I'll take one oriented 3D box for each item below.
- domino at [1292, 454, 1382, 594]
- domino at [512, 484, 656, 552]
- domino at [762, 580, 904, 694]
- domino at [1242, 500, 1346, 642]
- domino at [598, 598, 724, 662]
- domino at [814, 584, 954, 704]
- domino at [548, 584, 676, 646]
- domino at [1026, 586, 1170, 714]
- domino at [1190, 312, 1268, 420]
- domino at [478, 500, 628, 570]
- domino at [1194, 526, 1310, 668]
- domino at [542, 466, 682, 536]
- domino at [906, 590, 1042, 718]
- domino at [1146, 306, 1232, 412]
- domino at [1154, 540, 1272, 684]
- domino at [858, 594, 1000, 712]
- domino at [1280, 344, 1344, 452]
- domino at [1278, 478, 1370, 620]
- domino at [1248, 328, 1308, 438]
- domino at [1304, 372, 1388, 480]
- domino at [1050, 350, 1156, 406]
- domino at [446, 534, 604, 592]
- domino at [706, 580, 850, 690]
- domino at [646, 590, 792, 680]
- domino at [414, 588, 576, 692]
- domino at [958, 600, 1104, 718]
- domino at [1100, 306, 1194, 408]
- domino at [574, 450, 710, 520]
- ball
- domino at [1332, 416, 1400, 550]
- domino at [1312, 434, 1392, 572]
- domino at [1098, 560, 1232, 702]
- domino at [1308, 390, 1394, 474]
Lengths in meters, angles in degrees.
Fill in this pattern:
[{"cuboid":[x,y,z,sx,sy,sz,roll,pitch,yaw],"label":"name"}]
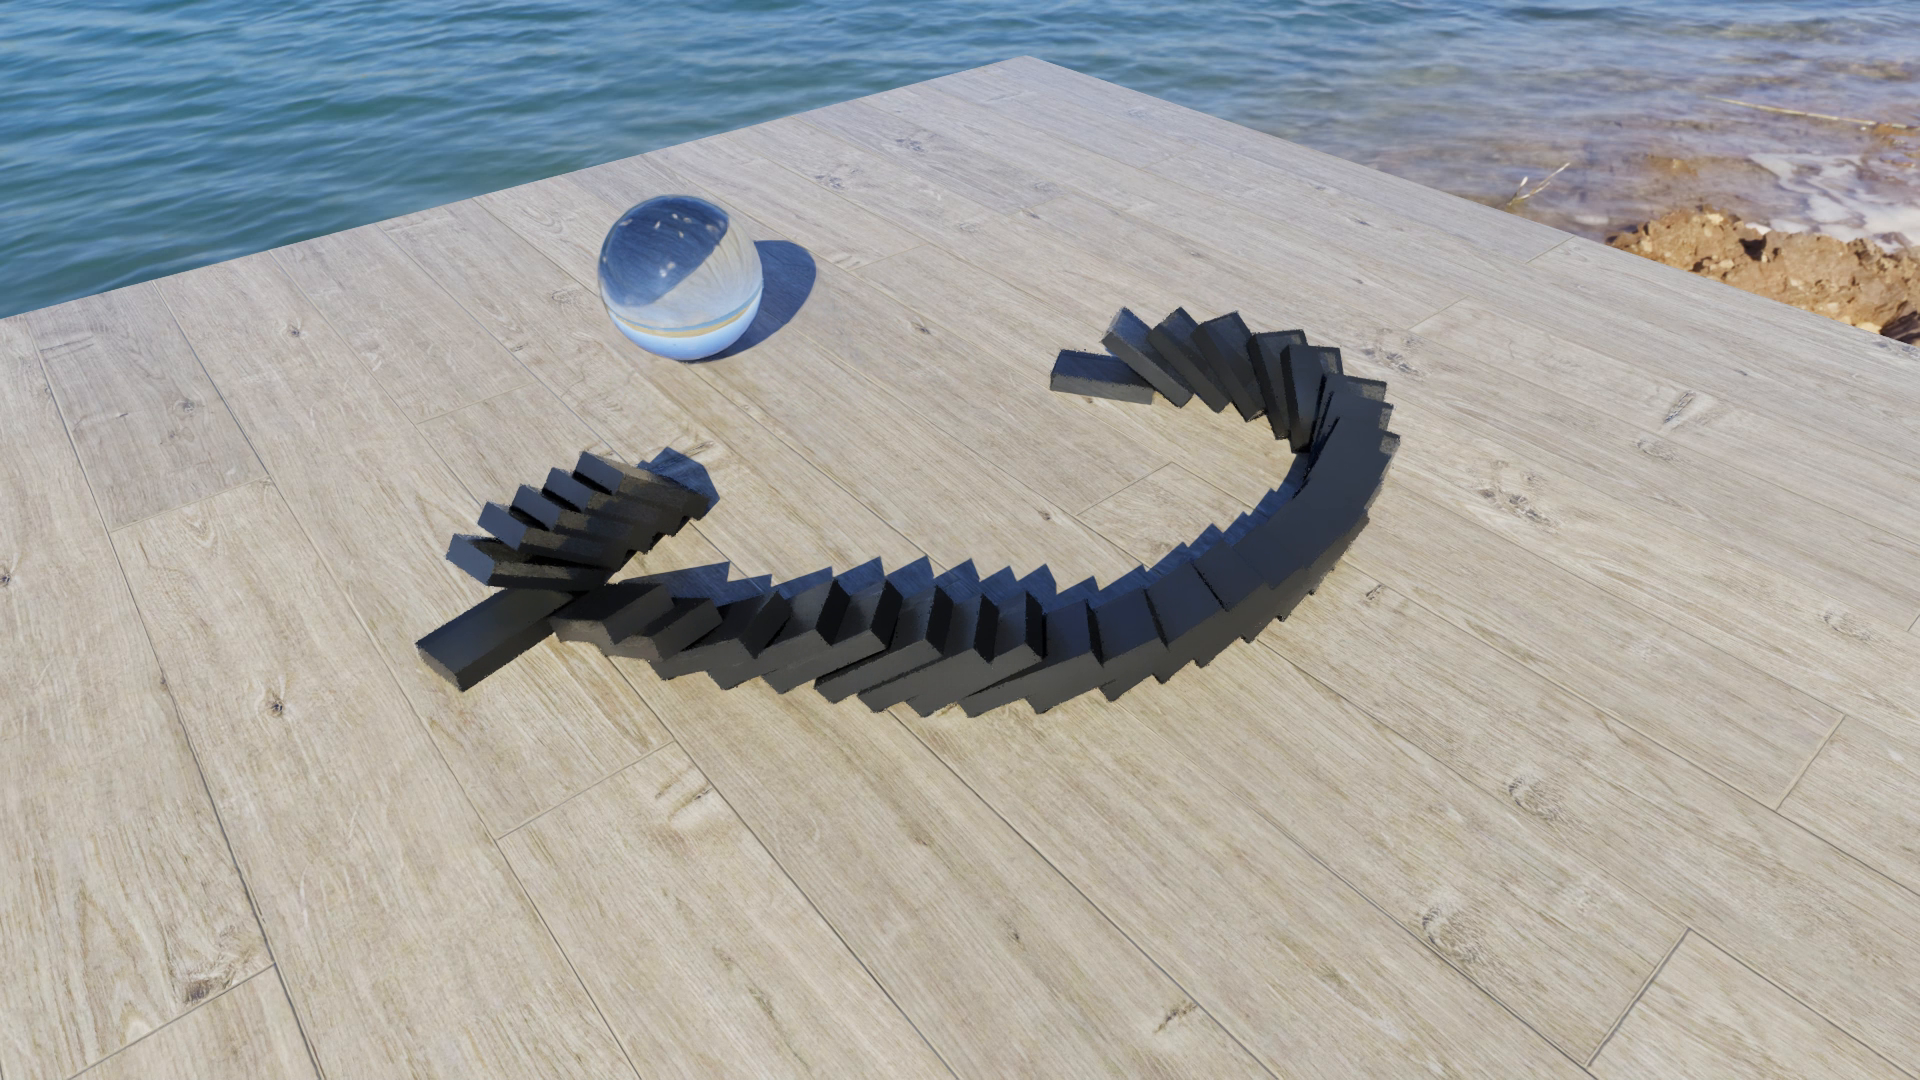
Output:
[{"cuboid":[0.140,-0.007,0.430,0.025,0.010,0.050,32,83,30],"label":"domino"},{"cuboid":[-0.146,-0.008,0.428,0.025,0.009,0.050,26,3,28],"label":"domino"},{"cuboid":[-0.044,0.034,0.380,0.050,0.009,0.025,-25,30,29],"label":"domino"},{"cuboid":[0.115,0.011,0.408,0.050,0.009,0.025,-45,52,1],"label":"domino"},{"cuboid":[-0.107,0.031,0.387,0.050,0.010,0.025,-3,27,49],"label":"domino"},{"cuboid":[-0.026,0.036,0.376,0.050,0.010,0.025,-26,32,29],"label":"domino"},{"cuboid":[-0.125,0.026,0.393,0.025,0.010,0.050,-36,21,-36],"label":"domino"},{"cuboid":[0.045,0.038,0.378,0.050,0.010,0.025,-27,37,14],"label":"domino"},{"cuboid":[0.134,-0.083,0.524,0.025,0.010,0.050,-23,76,-31],"label":"domino"},{"cuboid":[-0.155,-0.001,0.420,0.025,0.010,0.050,26,3,29],"label":"domino"},{"cuboid":[0.098,0.020,0.399,0.050,0.009,0.025,-41,46,3],"label":"domino"},{"cuboid":[-0.137,-0.015,0.437,0.025,0.009,0.050,26,3,28],"label":"domino"},{"cuboid":[0.005,0.039,0.373,0.050,0.010,0.025,-29,32,25],"label":"domino"},{"cuboid":[0.115,-0.087,0.530,0.050,0.010,0.025,47,51,2],"label":"domino"},{"cuboid":[0.083,0.025,0.392,0.050,0.009,0.025,-40,46,3],"label":"domino"},{"cuboid":[-0.011,0.039,0.373,0.050,0.010,0.025,-26,32,30],"label":"domino"},{"cuboid":[0.162,-0.064,0.501,0.025,0.009,0.050,2,69,-9],"label":"domino"},{"cuboid":[0.128,0.003,0.418,0.050,0.009,0.025,-49,54,-2],"label":"domino"},{"cuboid":[0.154,-0.073,0.513,0.025,0.009,0.050,-8,71,-13],"label":"domino"},{"cuboid":[0.168,-0.047,0.480,0.025,0.009,0.050,13,75,15],"label":"domino"},{"cuboid":[0.072,-0.081,0.542,0.050,0.009,0.025,10,40,12],"label":"domino"},{"cuboid":[-0.161,0.009,0.409,0.025,0.009,0.050,26,7,28],"label":"domino"},{"cuboid":[-0.063,0.033,0.382,0.050,0.010,0.025,-23,31,27],"label":"domino"},{"cuboid":[-0.084,0.033,0.382,0.050,0.009,0.025,-15,27,37],"label":"domino"},{"cuboid":[-0.169,0.033,0.404,0.025,0.010,0.050,26,46,28],"label":"domino"},{"cuboid":[0.023,0.041,0.376,0.050,0.010,0.025,-23,36,18],"label":"domino"},{"cuboid":[0.093,-0.088,0.530,0.050,0.010,0.025,38,42,-8],"label":"domino"},{"cuboid":[-0.128,-0.022,0.445,0.025,0.010,0.050,26,3,28],"label":"domino"},{"cuboid":[-0.138,-0.129,0.546,0.080,0.080,0.080,0,39,0],"label":"ball"},{"cuboid":[0.158,-0.024,0.452,0.025,0.009,0.050,25,80,27],"label":"domino"},{"cuboid":[0.149,-0.015,0.441,0.025,0.010,0.050,27,81,27],"label":"domino"},{"cuboid":[0.066,0.032,0.384,0.050,0.010,0.025,-35,43,8],"label":"domino"},{"cuboid":[0.164,-0.036,0.467,0.025,0.009,0.050,17,77,18],"label":"domino"}]
